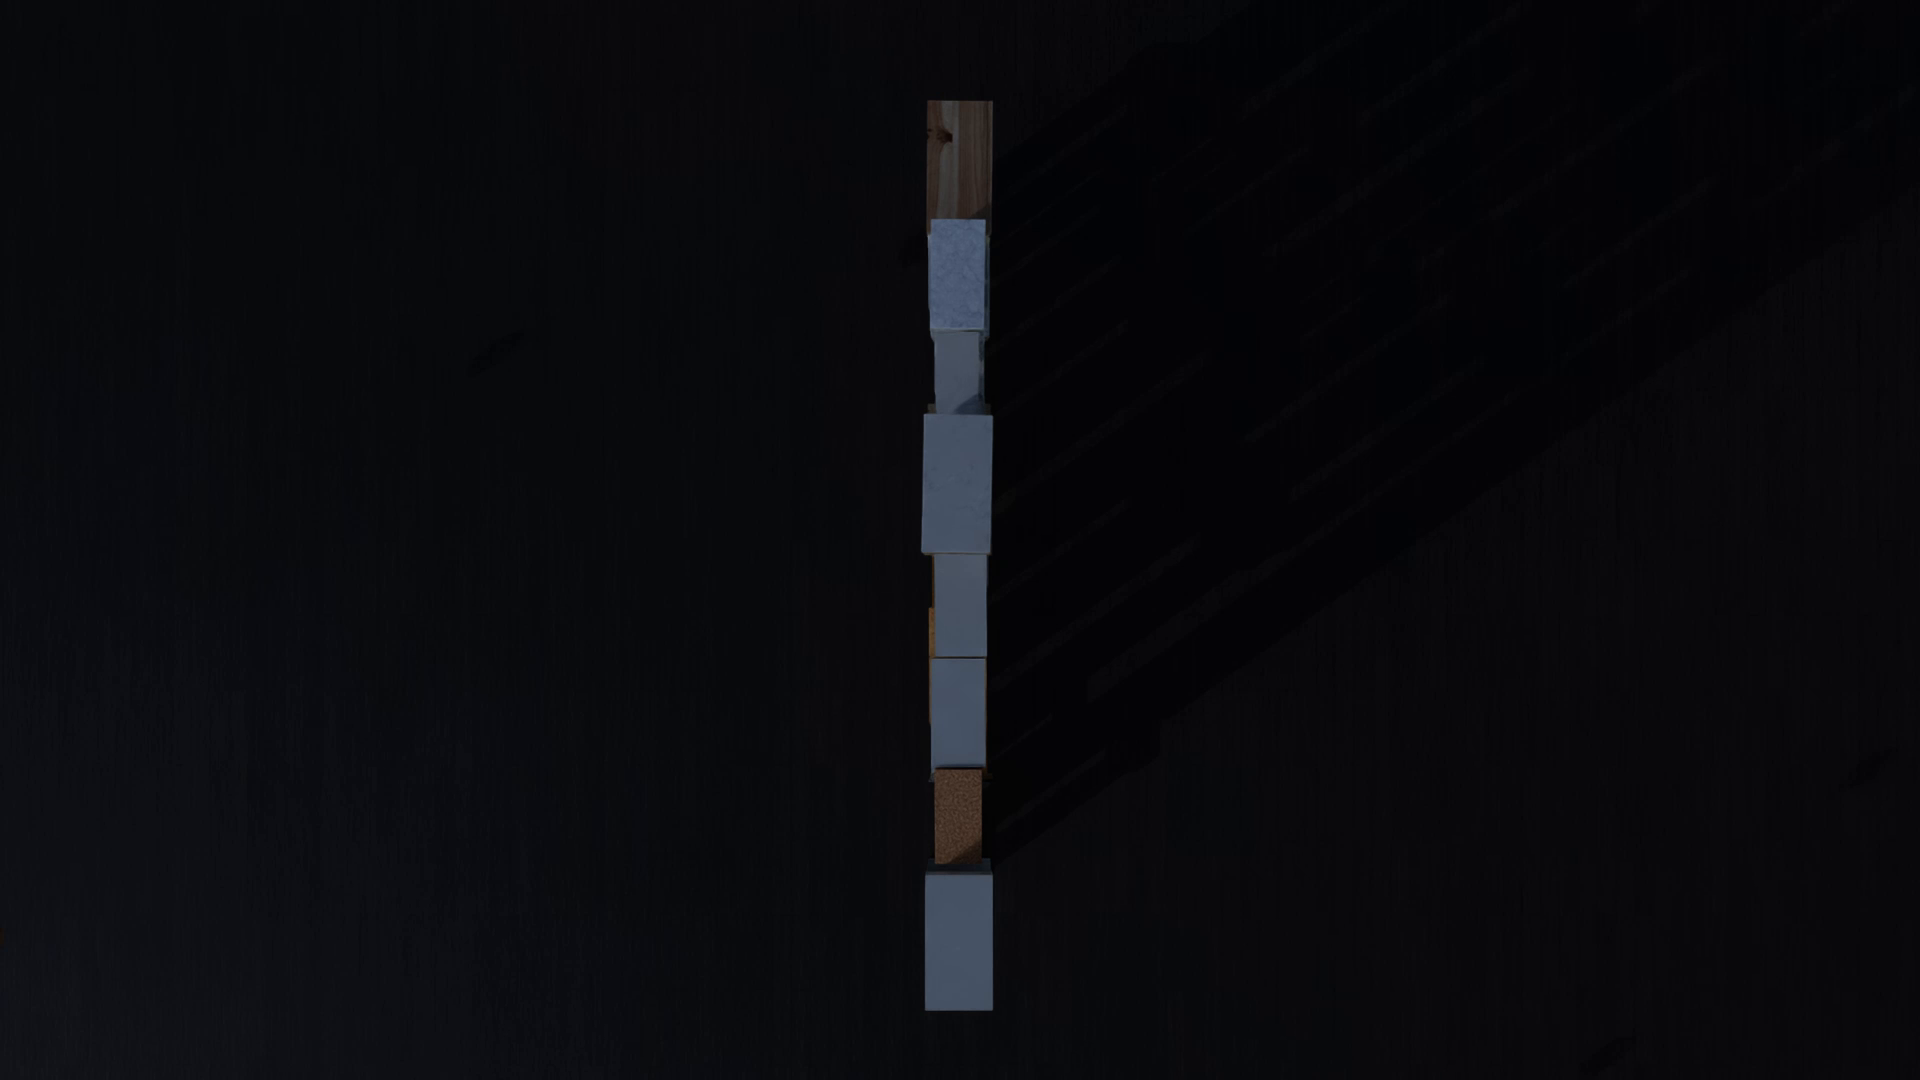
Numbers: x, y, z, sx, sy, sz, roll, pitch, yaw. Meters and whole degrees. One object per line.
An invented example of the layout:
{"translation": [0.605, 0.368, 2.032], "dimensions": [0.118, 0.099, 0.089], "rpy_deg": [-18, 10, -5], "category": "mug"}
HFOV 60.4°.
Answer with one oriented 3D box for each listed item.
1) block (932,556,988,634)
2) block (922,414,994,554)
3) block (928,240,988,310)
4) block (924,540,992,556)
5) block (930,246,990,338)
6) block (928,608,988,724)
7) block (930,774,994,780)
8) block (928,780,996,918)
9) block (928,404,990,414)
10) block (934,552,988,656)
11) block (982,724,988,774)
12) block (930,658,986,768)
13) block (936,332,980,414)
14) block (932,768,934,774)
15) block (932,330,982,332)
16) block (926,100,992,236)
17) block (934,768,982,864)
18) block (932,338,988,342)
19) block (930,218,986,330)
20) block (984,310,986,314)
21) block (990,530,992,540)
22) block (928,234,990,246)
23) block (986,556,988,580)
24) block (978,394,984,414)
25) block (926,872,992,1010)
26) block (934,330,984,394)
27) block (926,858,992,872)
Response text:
{"translation": [-0.001, 0.192, 4.497], "dimensions": [0.149, 0.042, 0.299], "rpy_deg": [0, 90, 0], "category": "block"}
{"translation": [-0.006, -0.126, 3.704], "dimensions": [0.155, 0.044, 0.310], "rpy_deg": [1, 90, 0], "category": "block"}
{"translation": [-0.004, -0.777, 4.401], "dimensions": [0.160, 0.045, 0.319], "rpy_deg": [0, 90, 0], "category": "block"}
{"translation": [-0.005, -0.136, 4.316], "dimensions": [0.176, 0.050, 0.353], "rpy_deg": [0, 90, 0], "category": "block"}
{"translation": [0.001, -0.754, 4.767], "dimensions": [0.169, 0.048, 0.338], "rpy_deg": [0, 90, 0], "category": "block"}
{"translation": [-0.005, 0.316, 4.163], "dimensions": [0.146, 0.041, 0.292], "rpy_deg": [0, 90, 0], "category": "block"}
{"translation": [0.004, 0.657, 4.312], "dimensions": [0.168, 0.336, 0.048], "rpy_deg": [0, 90, 0], "category": "block"}
{"translation": [0.004, 0.769, 4.120], "dimensions": [0.168, 0.048, 0.336], "rpy_deg": [0, 90, 0], "category": "block"}
{"translation": [-0.002, -0.208, 4.719], "dimensions": [0.180, 0.051, 0.360], "rpy_deg": [0, 90, 0], "category": "block"}
{"translation": [0.002, 0.151, 3.868], "dimensions": [0.121, 0.034, 0.242], "rpy_deg": [-1, 90, 0], "category": "block"}
{"translation": [0.004, 0.641, 4.795], "dimensions": [0.149, 0.042, 0.299], "rpy_deg": [0, 90, 0], "category": "block"}
{"translation": [-0.004, 0.404, 3.871], "dimensions": [0.127, 0.036, 0.254], "rpy_deg": [0, 90, 0], "category": "block"}
{"translation": [-0.006, -0.391, 3.901], "dimensions": [0.099, 0.028, 0.199], "rpy_deg": [1, 89, 0], "category": "block"}
{"translation": [-0.004, 0.569, 5.139], "dimensions": [0.169, 0.048, 0.337], "rpy_deg": [0, 90, 0], "category": "block"}
{"translation": [-0.007, -0.536, 3.988], "dimensions": [0.126, 0.253, 0.036], "rpy_deg": [0, 90, 0], "category": "block"}
{"translation": [-0.001, -0.910, 4.037], "dimensions": [0.159, 0.045, 0.319], "rpy_deg": [1, 90, 0], "category": "block"}
{"translation": [-0.004, 0.646, 3.861], "dimensions": [0.110, 0.031, 0.220], "rpy_deg": [0, 90, 0], "category": "block"}
{"translation": [0.001, -0.641, 4.959], "dimensions": [0.169, 0.338, 0.048], "rpy_deg": [0, 90, 0], "category": "block"}
{"translation": [-0.005, -0.619, 3.844], "dimensions": [0.126, 0.036, 0.253], "rpy_deg": [1, 90, 0], "category": "block"}
{"translation": [-0.004, -0.671, 4.583], "dimensions": [0.160, 0.320, 0.045], "rpy_deg": [0, 90, 0], "category": "block"}
{"translation": [-0.006, -0.023, 3.881], "dimensions": [0.155, 0.310, 0.044], "rpy_deg": [0, 90, 0], "category": "block"}
{"translation": [-0.001, -0.803, 4.219], "dimensions": [0.159, 0.319, 0.045], "rpy_deg": [0, 90, 0], "category": "block"}
{"translation": [0.001, -0.024, 5.129], "dimensions": [0.173, 0.049, 0.346], "rpy_deg": [0, 90, 0], "category": "block"}
{"translation": [0.001, -0.450, 4.415], "dimensions": [0.130, 0.037, 0.260], "rpy_deg": [0, 90, 0], "category": "block"}
{"translation": [-0.002, 0.914, 3.767], "dimensions": [0.154, 0.044, 0.308], "rpy_deg": [0, 90, 0], "category": "block"}
{"translation": [-0.002, -0.490, 4.132], "dimensions": [0.123, 0.035, 0.247], "rpy_deg": [0, 90, 0], "category": "block"}
{"translation": [-0.002, 0.812, 3.943], "dimensions": [0.154, 0.308, 0.044], "rpy_deg": [0, 90, 0], "category": "block"}
